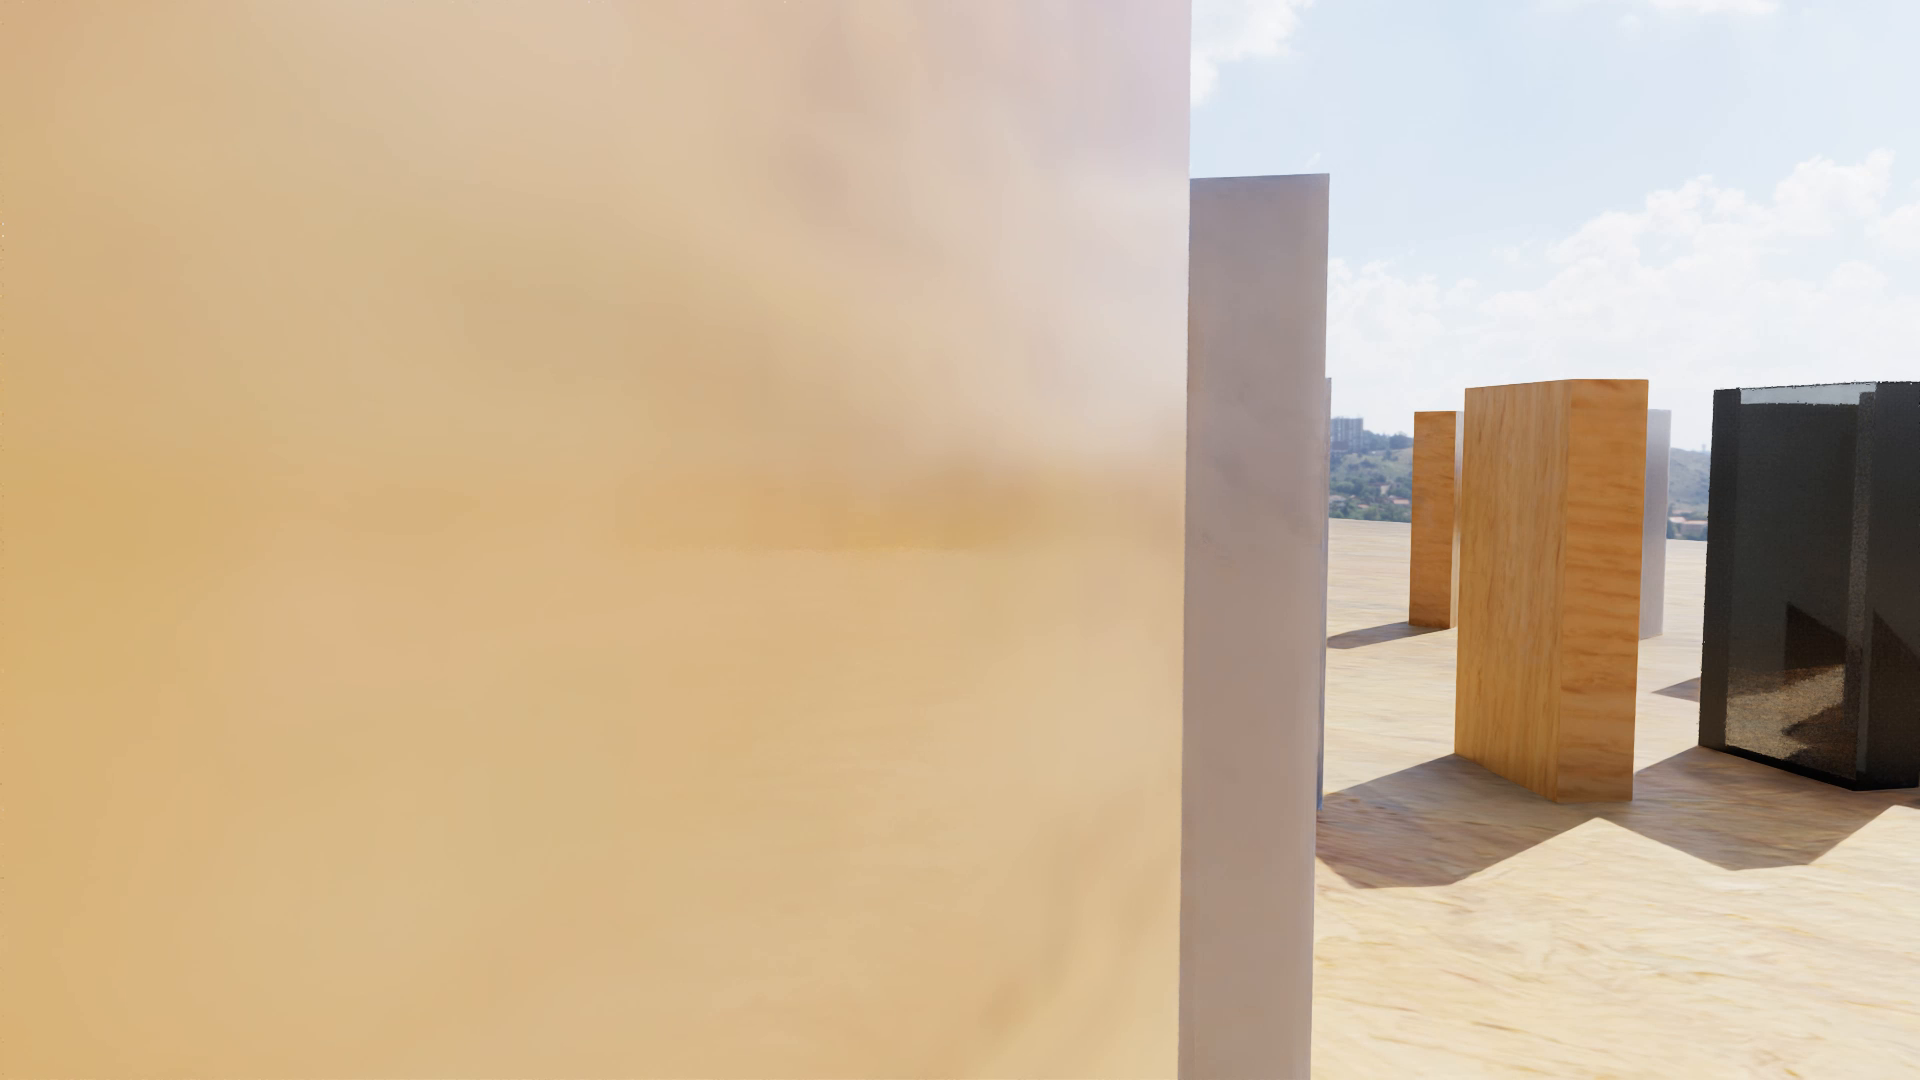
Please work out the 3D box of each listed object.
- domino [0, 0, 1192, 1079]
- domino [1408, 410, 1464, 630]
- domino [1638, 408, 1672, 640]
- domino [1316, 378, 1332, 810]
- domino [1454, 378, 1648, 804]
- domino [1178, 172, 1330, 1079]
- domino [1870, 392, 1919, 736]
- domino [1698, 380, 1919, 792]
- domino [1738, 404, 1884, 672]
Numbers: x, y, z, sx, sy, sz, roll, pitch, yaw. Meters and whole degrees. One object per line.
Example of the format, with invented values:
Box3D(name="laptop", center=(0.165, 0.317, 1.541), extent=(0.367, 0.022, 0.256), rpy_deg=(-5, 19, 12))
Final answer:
Box3D(name="domino", center=(-0.012, 0.017, 0.008), extent=(0.025, 0.050, 0.009), rpy_deg=(2, 5, 26))
Box3D(name="domino", center=(0.117, -0.005, 0.306), extent=(0.009, 0.050, 0.025), rpy_deg=(3, 5, 38))
Box3D(name="domino", center=(0.144, -0.003, 0.280), extent=(0.025, 0.050, 0.009), rpy_deg=(-4, 6, -40))
Box3D(name="domino", center=(0.036, 0.006, 0.159), extent=(0.009, 0.050, 0.025), rpy_deg=(0, 4, -5))
Box3D(name="domino", center=(0.074, 0.005, 0.163), extent=(0.009, 0.050, 0.025), rpy_deg=(0, 4, -6))
Box3D(name="domino", center=(-0.001, 0.014, 0.044), extent=(0.025, 0.050, 0.009), rpy_deg=(1, 4, 11))
Box3D(name="domino", center=(0.147, 0.004, 0.182), extent=(0.009, 0.050, 0.025), rpy_deg=(-3, 5, -33))
Box3D(name="domino", center=(0.112, 0.005, 0.169), extent=(0.009, 0.050, 0.025), rpy_deg=(-1, 4, -12))
Box3D(name="domino", center=(0.164, -0.001, 0.248), extent=(0.025, 0.050, 0.009), rpy_deg=(-2, 5, -24))
